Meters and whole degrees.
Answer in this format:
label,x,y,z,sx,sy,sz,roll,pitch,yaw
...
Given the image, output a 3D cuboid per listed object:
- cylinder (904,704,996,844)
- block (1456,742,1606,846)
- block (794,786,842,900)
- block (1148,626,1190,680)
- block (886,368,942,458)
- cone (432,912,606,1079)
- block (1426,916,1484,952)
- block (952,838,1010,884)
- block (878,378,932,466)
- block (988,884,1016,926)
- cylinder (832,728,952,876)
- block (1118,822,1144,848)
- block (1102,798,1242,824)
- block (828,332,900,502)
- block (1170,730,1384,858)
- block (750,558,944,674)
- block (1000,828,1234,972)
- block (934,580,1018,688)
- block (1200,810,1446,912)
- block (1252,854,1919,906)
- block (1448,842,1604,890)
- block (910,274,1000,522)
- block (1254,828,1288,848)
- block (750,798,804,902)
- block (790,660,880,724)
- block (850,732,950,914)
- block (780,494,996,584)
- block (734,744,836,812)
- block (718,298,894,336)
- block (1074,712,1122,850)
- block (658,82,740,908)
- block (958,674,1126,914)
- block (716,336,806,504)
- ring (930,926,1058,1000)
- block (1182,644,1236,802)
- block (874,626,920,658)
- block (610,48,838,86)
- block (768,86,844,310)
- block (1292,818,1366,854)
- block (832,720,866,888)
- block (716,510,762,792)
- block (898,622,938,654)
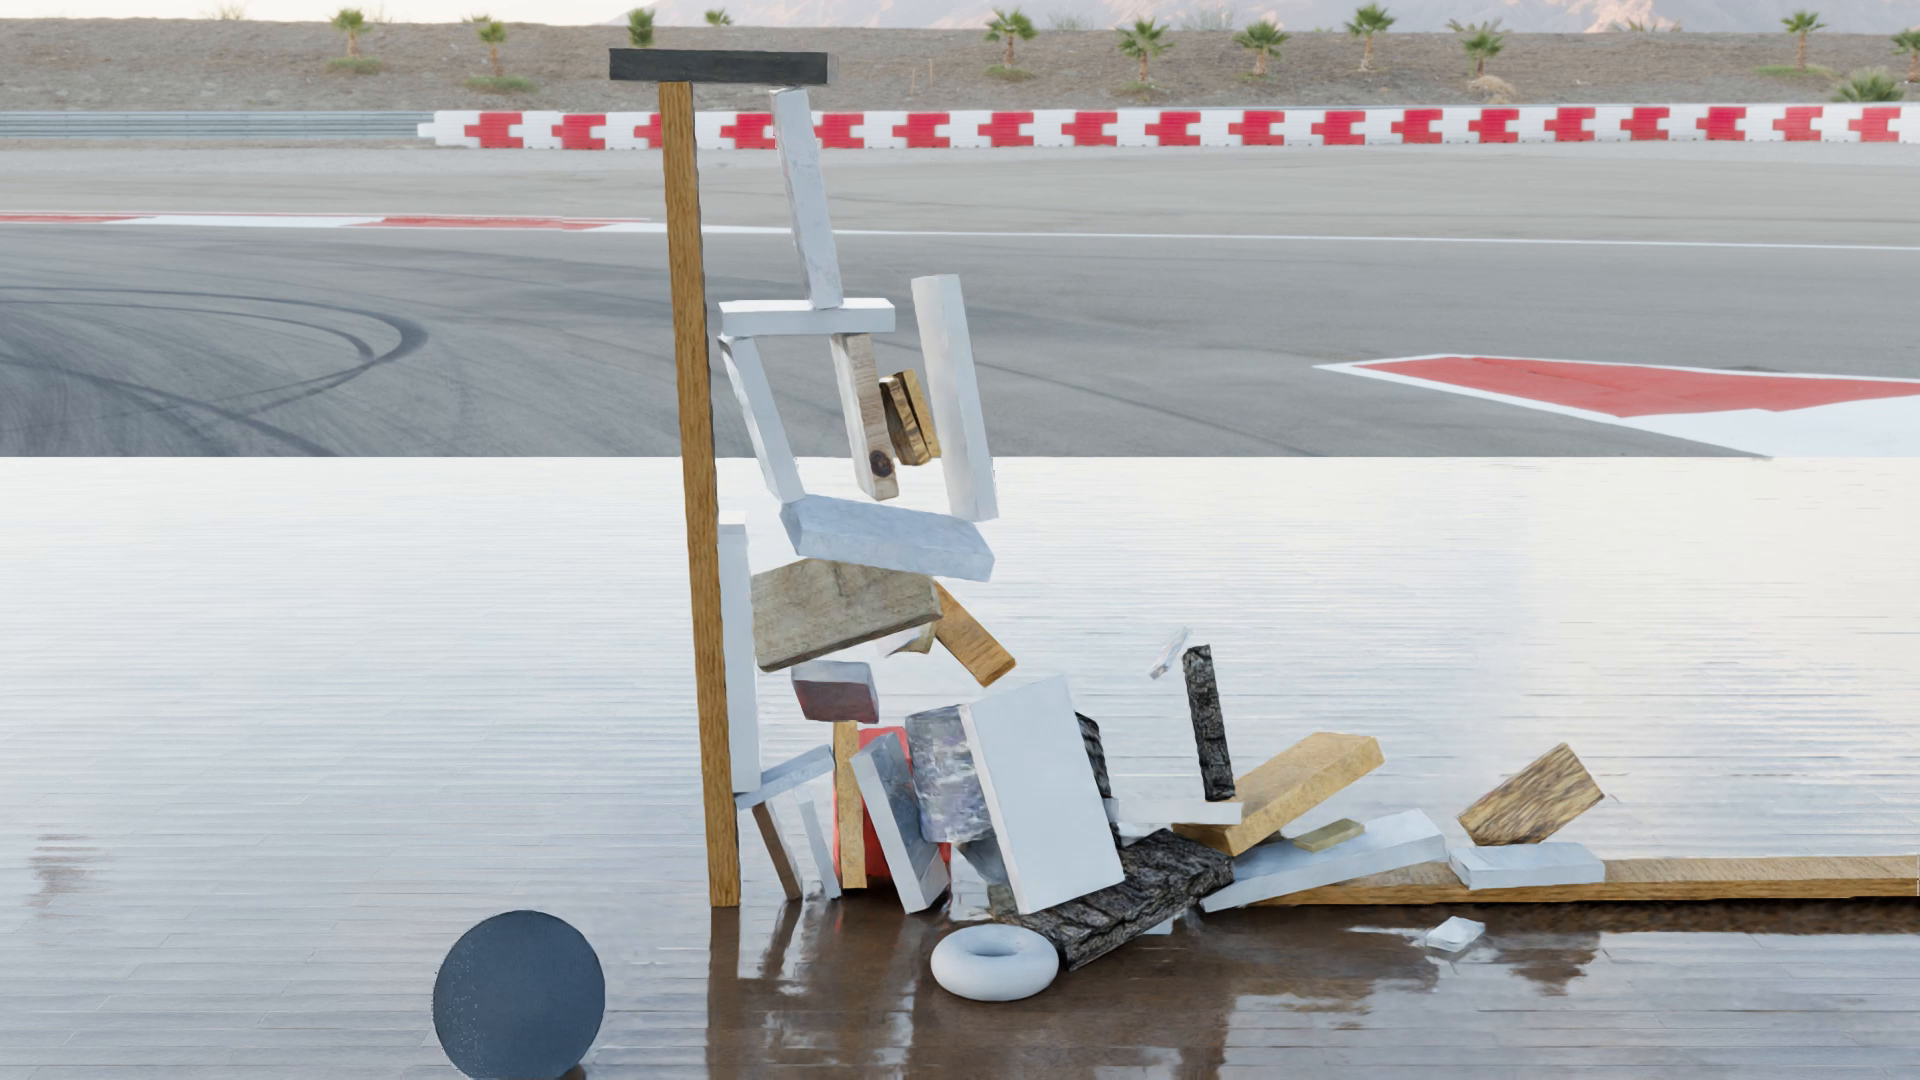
label,x,y,z,sx,sy,sz,roll,pitch,yaw
cylinder,0.023,0.377,3.613,0.202,0.202,0.202,-8,1,0
block,0.974,0.456,3.760,0.225,0.112,0.032,-36,-3,5
block,-0.238,0.503,3.663,0.024,0.173,0.086,-18,13,-7
block,0.428,0.230,4.484,0.058,0.017,0.117,-46,8,51
block,-0.076,-0.205,3.604,0.021,0.148,0.074,-21,6,-23
cone,-0.581,0.649,3.061,0.237,0.237,0.237,1,-16,6
block,0.780,0.621,3.463,0.054,0.015,0.107,7,13,35
block,0.056,0.537,3.686,0.080,0.023,0.160,5,27,-39
block,-0.099,-0.192,3.592,0.021,0.148,0.074,-27,13,-23
block,0.130,0.587,3.562,0.160,0.023,0.080,-2,27,-9
cylinder,-0.118,0.454,3.837,0.207,0.207,0.207,0,11,0
block,0.177,0.482,3.817,0.277,0.039,0.139,11,23,-39
block,0.320,0.437,3.546,0.247,0.035,0.123,6,-8,-32
block,-0.156,-0.207,3.551,0.038,0.269,0.135,-14,15,-13
block,0.536,0.425,3.713,0.335,0.047,0.167,-27,11,-24
block,-0.206,0.101,3.789,0.327,0.163,0.046,-18,-19,10
block,0.250,0.563,3.468,0.335,0.047,0.167,-22,21,-29
block,-0.021,0.156,4.161,0.074,0.021,0.387,-36,40,-9
block,0.581,0.526,3.611,0.404,0.039,0.139,-13,10,-3
block,1.096,0.565,3.658,1.233,0.032,0.112,-1,11,0
block,0.935,0.538,3.638,0.225,0.032,0.113,-2,11,-5
block,-0.009,-0.234,3.622,0.035,0.404,0.123,-13,10,-22
block,0.533,0.520,3.721,0.054,0.107,0.015,-31,21,20
block,-0.304,0.506,3.657,0.024,0.173,0.086,-21,11,0
block,-0.223,0.276,3.980,0.135,0.038,0.271,2,-20,3
block,-0.097,0.463,3.619,0.038,0.271,0.135,-18,5,19
block,-0.120,-0.006,3.613,0.327,0.046,0.163,9,21,-19
block,-0.290,0.392,3.638,0.173,0.024,0.086,-24,10,-1
block,-0.246,-0.356,3.504,0.269,0.038,0.135,-3,13,-9
block,0.190,0.404,3.648,0.039,0.277,0.139,-36,-45,30
block,-0.419,-0.065,3.566,0.047,1.324,0.167,-3,11,-5
block,0.127,0.395,3.428,0.167,0.335,0.047,-15,-4,-22
block,-0.319,-0.198,3.519,0.038,0.269,0.135,-20,15,-11
ring,0.052,0.630,3.281,0.191,0.064,0.191,-1,12,0
block,0.409,0.304,3.626,0.035,0.247,0.123,-9,-11,-1
block,-0.121,0.175,4.116,0.017,0.059,0.117,-13,-14,-39
block,-0.365,-0.739,3.443,0.335,0.047,0.167,2,10,3
block,-0.242,-0.540,3.463,0.047,0.335,0.167,-11,14,-6
block,0.610,0.488,3.629,0.107,0.015,0.054,-17,11,-24
block,-0.184,0.438,3.657,0.038,0.271,0.135,-3,-4,-5
block,-0.361,0.179,3.607,0.046,0.439,0.163,-3,9,-5
block,-0.097,0.183,4.167,0.117,0.059,0.017,1,-22,44
